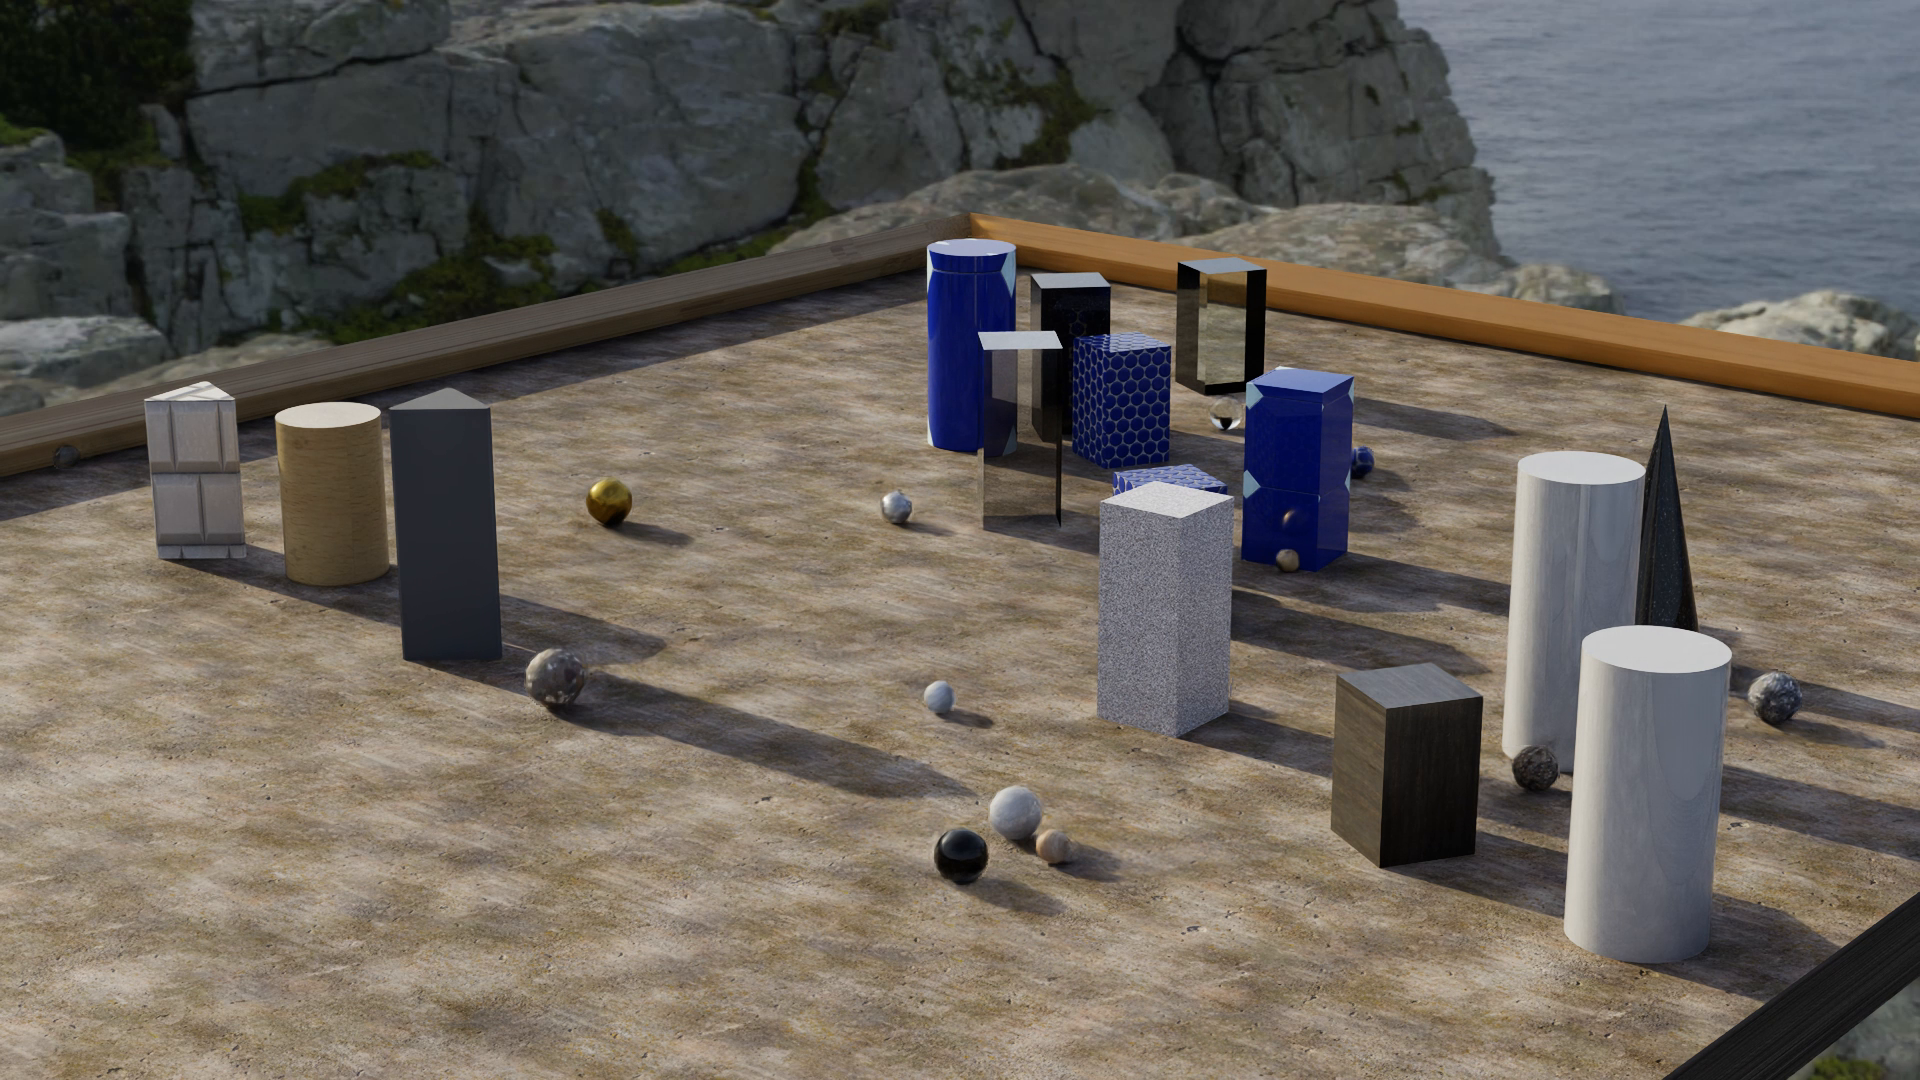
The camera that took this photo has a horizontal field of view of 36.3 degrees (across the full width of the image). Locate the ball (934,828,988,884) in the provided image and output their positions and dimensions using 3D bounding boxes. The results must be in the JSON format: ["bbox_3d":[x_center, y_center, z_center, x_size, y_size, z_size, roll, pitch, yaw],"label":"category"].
[{"bbox_3d":[0.002,0.421,3.911,0.074,0.074,0.074,0,17,0],"label":"ball"}]

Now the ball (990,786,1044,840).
[{"bbox_3d":[0.078,0.377,4.054,0.074,0.074,0.074,0,17,0],"label":"ball"}]

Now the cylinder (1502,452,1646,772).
[{"bbox_3d":[0.904,0.104,4.326,0.182,0.439,0.182,0,17,0],"label":"cylinder"}]

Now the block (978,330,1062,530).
[{"bbox_3d":[0.111,-0.206,5.511,0.146,0.346,0.146,-1,17,-4],"label":"block"}]

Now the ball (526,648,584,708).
[{"bbox_3d":[-0.630,0.214,4.562,0.091,0.091,0.091,0,17,0],"label":"ball"}]

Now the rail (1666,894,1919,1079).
[{"bbox_3d":[1.437,0.391,3.927,0.045,0.119,4.520,14,22,39],"label":"rail"}]

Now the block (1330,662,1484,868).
[{"bbox_3d":[0.611,0.307,4.018,0.146,0.229,0.146,-6,18,-19],"label":"block"}]

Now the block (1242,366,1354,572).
[{"bbox_3d":[0.608,-0.129,5.285,0.146,0.330,0.146,9,19,28],"label":"block"}]

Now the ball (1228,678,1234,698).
[{"bbox_3d":[0.402,0.230,4.583,0.050,0.050,0.050,0,17,0],"label":"ball"}]

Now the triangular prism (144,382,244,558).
[{"bbox_3d":[-1.379,-0.129,5.343,0.158,0.295,0.137,0,17,-2],"label":"triangular prism"}]

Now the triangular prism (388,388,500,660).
[{"bbox_3d":[-0.832,-0.027,4.790,0.158,0.422,0.137,-1,17,-2],"label":"triangular prism"}]

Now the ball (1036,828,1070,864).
[{"bbox_3d":[0.126,0.415,3.977,0.046,0.046,0.046,0,17,0],"label":"ball"}]

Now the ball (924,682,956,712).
[{"bbox_3d":[-0.031,0.243,4.540,0.049,0.049,0.049,0,17,0],"label":"ball"}]

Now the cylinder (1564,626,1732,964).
[{"bbox_3d":[0.867,0.320,3.707,0.182,0.385,0.182,0,17,0],"label":"cylinder"}]

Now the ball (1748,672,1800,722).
[{"bbox_3d":[1.249,0.241,4.496,0.078,0.078,0.078,0,17,0],"label":"ball"}]

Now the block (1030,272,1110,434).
[{"bbox_3d":[0.231,-0.394,6.184,0.146,0.314,0.146,-2,17,-7],"label":"block"}]

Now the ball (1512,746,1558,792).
[{"bbox_3d":[0.829,0.330,4.226,0.065,0.065,0.065,0,17,0],"label":"ball"}]

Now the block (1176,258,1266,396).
[{"bbox_3d":[0.580,-0.476,6.528,0.146,0.274,0.146,-7,18,-22],"label":"block"}]

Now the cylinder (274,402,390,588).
[{"bbox_3d":[-1.112,-0.082,5.197,0.182,0.289,0.182,0,17,0],"label":"cylinder"}]

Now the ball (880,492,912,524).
[{"bbox_3d":[-0.120,-0.061,5.526,0.060,0.060,0.060,0,17,0],"label":"ball"}]

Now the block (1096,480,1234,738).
[{"bbox_3d":[0.314,0.104,4.485,0.146,0.347,0.146,13,21,36],"label":"block"}]

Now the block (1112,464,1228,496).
[{"bbox_3d":[0.358,0.002,5.035,0.146,0.223,0.146,-6,18,-20],"label":"block"}]

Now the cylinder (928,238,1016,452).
[{"bbox_3d":[0.024,-0.402,6.050,0.182,0.409,0.182,0,17,0],"label":"cylinder"}]

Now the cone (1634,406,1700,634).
[{"bbox_3d":[1.118,-0.009,4.706,0.182,0.435,0.182,0,17,0],"label":"cone"}]

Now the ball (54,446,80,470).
[{"bbox_3d":[-1.793,-0.166,5.890,0.050,0.050,0.050,0,17,0],"label":"ball"}]

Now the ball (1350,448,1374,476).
[{"bbox_3d":[0.795,-0.155,5.838,0.059,0.059,0.059,0,17,0],"label":"ball"}]

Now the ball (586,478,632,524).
[{"bbox_3d":[-0.659,-0.072,5.516,0.087,0.087,0.087,0,17,0],"label":"ball"}]

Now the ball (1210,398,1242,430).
[{"bbox_3d":[0.562,-0.267,6.191,0.069,0.069,0.069,0,17,0],"label":"ball"}]

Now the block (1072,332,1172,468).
[{"bbox_3d":[0.328,-0.286,5.957,0.146,0.240,0.146,-8,18,-24],"label":"block"}]

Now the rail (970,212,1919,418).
[{"bbox_3d":[1.466,-0.460,6.737,3.853,0.119,0.045,14,22,39],"label":"rail"}]

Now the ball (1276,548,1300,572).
[{"bbox_3d":[0.584,0.036,5.236,0.043,0.043,0.043,0,17,0],"label":"ball"}]

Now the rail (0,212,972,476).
[{"bbox_3d":[-1.437,-0.332,6.315,0.045,0.119,4.520,14,22,39],"label":"rail"}]
